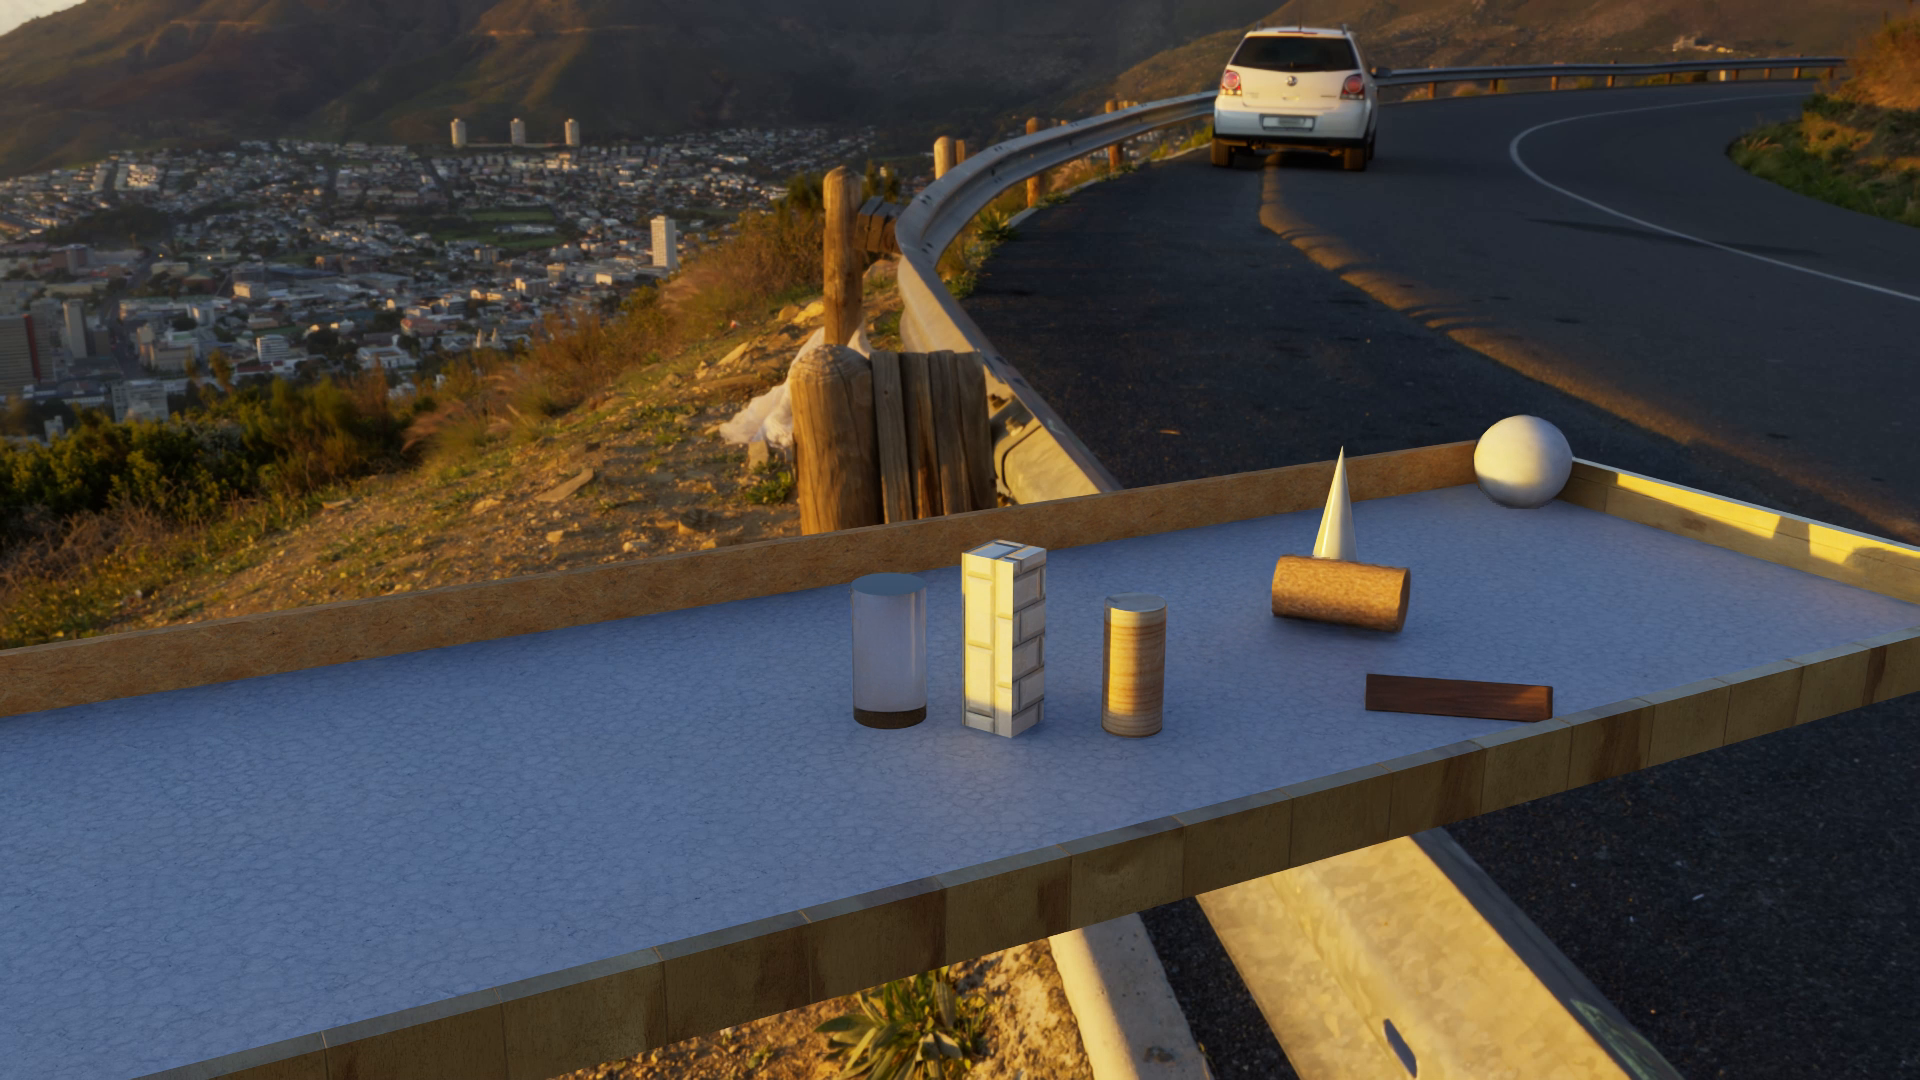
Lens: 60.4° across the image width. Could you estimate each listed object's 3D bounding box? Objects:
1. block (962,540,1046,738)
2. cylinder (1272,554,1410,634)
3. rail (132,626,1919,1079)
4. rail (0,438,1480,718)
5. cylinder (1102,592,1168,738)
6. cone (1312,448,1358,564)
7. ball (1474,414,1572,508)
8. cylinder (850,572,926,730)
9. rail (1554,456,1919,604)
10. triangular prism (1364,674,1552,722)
[{"bbox_3d":[0.102,0.227,3.835,0.139,0.421,0.139,11,20,34],"label":"block"},{"bbox_3d":[1.050,0.147,4.546,0.342,0.175,0.175,7,18,23],"label":"cylinder"},{"bbox_3d":[-2.336,1.006,1.665,12.000,0.150,0.050,-9,18,-27],"label":"rail"},{"bbox_3d":[-3.305,0.497,3.399,12.000,0.150,0.050,-9,18,-27],"label":"rail"},{"bbox_3d":[0.403,0.289,3.828,0.144,0.307,0.144,0,16,0],"label":"cylinder"},{"bbox_3d":[1.107,-0.069,4.832,0.168,0.427,0.168,0,16,0],"label":"cone"},{"bbox_3d":[1.946,-0.271,5.707,0.322,0.322,0.322,0,16,0],"label":"ball"},{"bbox_3d":[-0.167,0.260,3.888,0.176,0.328,0.176,0,16,0],"label":"cylinder"},{"bbox_3d":[2.466,-0.048,5.253,0.050,0.150,2.100,-9,18,-27],"label":"rail"},{"bbox_3d":[1.192,0.371,3.951,0.428,0.076,0.087,3,17,11],"label":"triangular prism"}]
